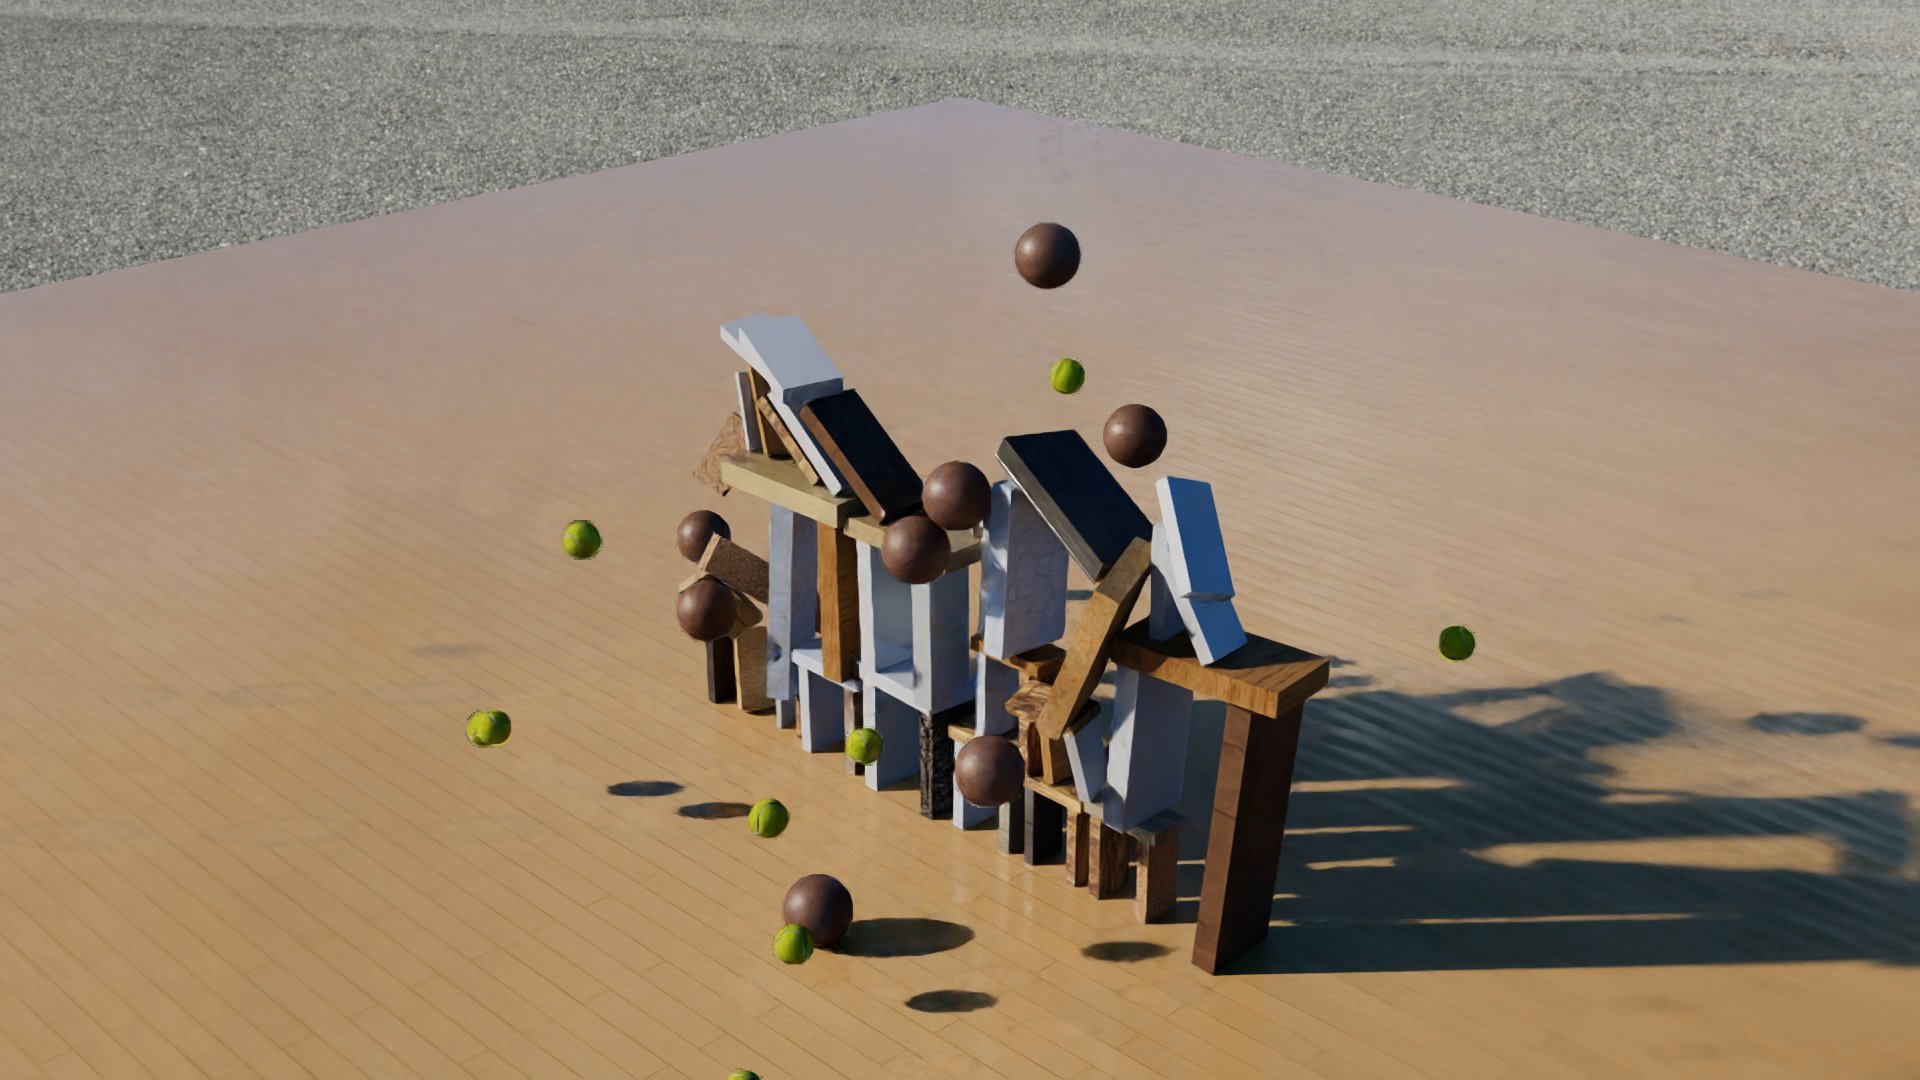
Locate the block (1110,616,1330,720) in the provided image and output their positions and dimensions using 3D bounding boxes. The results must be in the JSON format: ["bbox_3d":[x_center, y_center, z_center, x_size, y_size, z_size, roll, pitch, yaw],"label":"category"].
[{"bbox_3d":[0.449,0.209,3.815,0.339,0.048,0.170,18,29,35],"label":"block"}]

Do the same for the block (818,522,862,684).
[{"bbox_3d":[-0.207,0.099,4.480,0.049,0.349,0.175,18,30,36],"label":"block"}]

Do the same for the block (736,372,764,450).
[{"bbox_3d":[-0.414,-0.273,4.574,0.081,0.161,0.023,-10,6,-21],"label":"block"}]

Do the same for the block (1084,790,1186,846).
[{"bbox_3d":[0.324,0.509,4.076,0.088,0.025,0.176,-20,30,-39],"label":"block"}]

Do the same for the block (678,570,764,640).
[{"bbox_3d":[-0.516,0.135,4.756,0.090,0.179,0.025,-32,36,17],"label":"block"}]

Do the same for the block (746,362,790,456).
[{"bbox_3d":[-0.370,-0.287,4.549,0.105,0.210,0.030,-11,-1,-18],"label":"block"}]

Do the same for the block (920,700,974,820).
[{"bbox_3d":[-0.026,0.428,4.436,0.035,0.246,0.123,19,30,39],"label":"block"}]

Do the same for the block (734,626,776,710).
[{"bbox_3d":[-0.450,0.282,4.863,0.090,0.179,0.025,-5,1,-23],"label":"block"}]

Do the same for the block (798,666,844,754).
[{"bbox_3d":[-0.293,0.342,4.692,0.102,0.204,0.029,-21,30,-41],"label":"block"}]

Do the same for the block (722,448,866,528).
[{"bbox_3d":[-0.306,-0.119,4.482,0.349,0.049,0.175,21,32,40],"label":"block"}]

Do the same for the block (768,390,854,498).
[{"bbox_3d":[-0.263,-0.214,4.400,0.128,0.036,0.257,-21,70,-39],"label":"block"}]

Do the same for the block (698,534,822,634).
[{"bbox_3d":[-0.385,0.120,4.861,0.023,0.081,0.589,21,-7,35],"label":"block"}]

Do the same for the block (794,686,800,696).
[{"bbox_3d":[-0.354,0.313,4.752,0.099,0.014,0.050,15,27,32],"label":"block"}]

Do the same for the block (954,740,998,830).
[{"bbox_3d":[0.031,0.475,4.395,0.095,0.190,0.027,-19,29,-41],"label":"block"}]

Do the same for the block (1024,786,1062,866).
[{"bbox_3d":[0.162,0.542,4.272,0.082,0.165,0.023,-20,30,-40],"label":"block"}]

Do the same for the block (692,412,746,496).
[{"bbox_3d":[-0.493,-0.183,4.692,0.081,0.161,0.023,36,11,13],"label":"block"}]

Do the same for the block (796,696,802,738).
[{"bbox_3d":[-0.330,0.376,4.748,0.049,0.099,0.014,-20,31,-39],"label":"block"}]

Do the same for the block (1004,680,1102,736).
[{"bbox_3d":[0.172,0.310,4.068,0.164,0.023,0.082,16,42,41],"label":"block"}]

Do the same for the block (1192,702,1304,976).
[{"bbox_3d":[0.509,0.503,3.880,0.048,0.541,0.170,24,32,35],"label":"block"}]

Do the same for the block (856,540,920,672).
[{"bbox_3d":[-0.136,0.111,4.417,0.141,0.283,0.040,-20,28,-40],"label":"block"}]

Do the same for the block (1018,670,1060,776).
[{"bbox_3d":[0.155,0.338,4.206,0.091,0.211,0.026,-17,28,-38],"label":"block"}]

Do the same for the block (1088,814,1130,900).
[{"bbox_3d":[0.283,0.583,4.160,0.025,0.176,0.088,20,30,39],"label":"block"}]

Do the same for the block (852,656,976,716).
[{"bbox_3d":[-0.093,0.278,4.431,0.123,0.035,0.246,-18,29,-37],"label":"block"}]

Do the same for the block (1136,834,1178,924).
[{"bbox_3d":[0.366,0.617,4.081,0.025,0.176,0.088,21,31,40],"label":"block"}]

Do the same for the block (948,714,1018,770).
[{"bbox_3d":[0.077,0.392,4.314,0.095,0.027,0.190,-20,30,-41],"label":"block"}]

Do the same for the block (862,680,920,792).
[{"bbox_3d":[-0.141,0.383,4.542,0.035,0.246,0.123,20,30,41],"label":"block"}]

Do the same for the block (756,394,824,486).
[{"bbox_3d":[-0.309,-0.216,4.441,0.105,0.030,0.210,-24,74,-41],"label":"block"}]

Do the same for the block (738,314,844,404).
[{"bbox_3d":[-0.341,-0.365,4.423,0.128,0.036,0.257,-13,40,-21],"label":"block"}]

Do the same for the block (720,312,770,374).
[{"bbox_3d":[-0.394,-0.395,4.516,0.105,0.030,0.210,-20,42,-28],"label":"block"}]

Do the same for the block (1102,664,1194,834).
[{"bbox_3d":[0.345,0.349,3.984,0.048,0.339,0.170,25,34,37],"label":"block"}]

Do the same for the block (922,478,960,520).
[{"bbox_3d":[-0.036,-0.077,4.328,0.017,0.122,0.061,-36,68,3],"label":"block"}]

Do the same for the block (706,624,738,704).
[{"bbox_3d":[-0.520,0.268,4.900,0.090,0.179,0.025,-19,30,-38],"label":"block"}]

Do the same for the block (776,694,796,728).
[{"bbox_3d":[-0.380,0.357,4.792,0.014,0.099,0.050,16,28,29],"label":"block"}]

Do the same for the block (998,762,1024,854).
[{"bbox_3d":[0.120,0.510,4.312,0.095,0.190,0.027,-20,29,-41],"label":"block"}]

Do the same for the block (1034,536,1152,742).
[{"bbox_3d":[0.241,0.177,3.890,0.048,0.376,0.170,30,45,11],"label":"block"}]

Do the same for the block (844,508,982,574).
[{"bbox_3d":[-0.079,-0.011,4.289,0.283,0.040,0.141,21,30,40],"label":"block"}]

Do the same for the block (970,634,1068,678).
[{"bbox_3d":[0.116,0.211,4.202,0.091,0.026,0.183,-19,29,-40],"label":"block"}]

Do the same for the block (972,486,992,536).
[{"bbox_3d":[0.056,-0.055,4.191,0.061,0.122,0.017,-1,47,-4],"label":"block"}]

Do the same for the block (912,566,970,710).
[{"bbox_3d":[-0.036,0.172,4.272,0.040,0.283,0.141,13,26,29],"label":"block"}]

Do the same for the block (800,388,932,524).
[{"bbox_3d":[-0.186,-0.167,4.351,0.128,0.036,0.285,-21,67,-41],"label":"block"}]

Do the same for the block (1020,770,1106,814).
[{"bbox_3d":[0.200,0.470,4.198,0.082,0.023,0.165,-19,29,-39],"label":"block"}]

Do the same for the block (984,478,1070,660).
[{"bbox_3d":[0.129,0.042,4.130,0.170,0.339,0.048,-17,29,-42],"label":"block"}]

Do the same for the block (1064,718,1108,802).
[{"bbox_3d":[0.236,0.397,4.084,0.023,0.164,0.082,7,36,33],"label":"block"}]

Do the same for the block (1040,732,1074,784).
[{"bbox_3d":[0.189,0.367,4.181,0.082,0.177,0.023,-20,20,-41],"label":"block"}]

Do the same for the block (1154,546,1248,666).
[{"bbox_3d":[0.414,0.099,3.763,0.030,0.209,0.104,-21,2,45],"label":"block"}]

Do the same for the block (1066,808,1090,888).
[{"bbox_3d":[0.240,0.573,4.200,0.082,0.165,0.023,-21,31,-40],"label":"block"}]

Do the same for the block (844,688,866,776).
[{"bbox_3d":[-0.195,0.380,4.602,0.029,0.204,0.102,20,31,38],"label":"block"}]

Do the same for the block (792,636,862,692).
[{"bbox_3d":[-0.247,0.257,4.593,0.102,0.029,0.204,-22,31,-40],"label":"block"}]

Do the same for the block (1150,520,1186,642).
[{"bbox_3d":[0.375,0.061,3.831,0.030,0.209,0.104,17,27,36],"label":"block"}]

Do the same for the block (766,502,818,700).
[{"bbox_3d":[-0.353,0.091,4.652,0.049,0.469,0.175,9,25,12],"label":"block"}]

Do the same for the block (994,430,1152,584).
[{"bbox_3d":[0.225,-0.065,3.998,0.170,0.048,0.339,-8,48,-36],"label":"block"}]

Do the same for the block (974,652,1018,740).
[{"bbox_3d":[0.072,0.291,4.281,0.091,0.183,0.026,-18,29,-40],"label":"block"}]

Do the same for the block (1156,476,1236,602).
[{"bbox_3d":[0.400,-0.002,3.742,0.104,0.209,0.030,6,-25,-39],"label":"block"}]

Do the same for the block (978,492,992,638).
[{"bbox_3d":[0.064,0.043,4.176,0.017,0.300,0.061,20,32,30],"label":"block"}]
